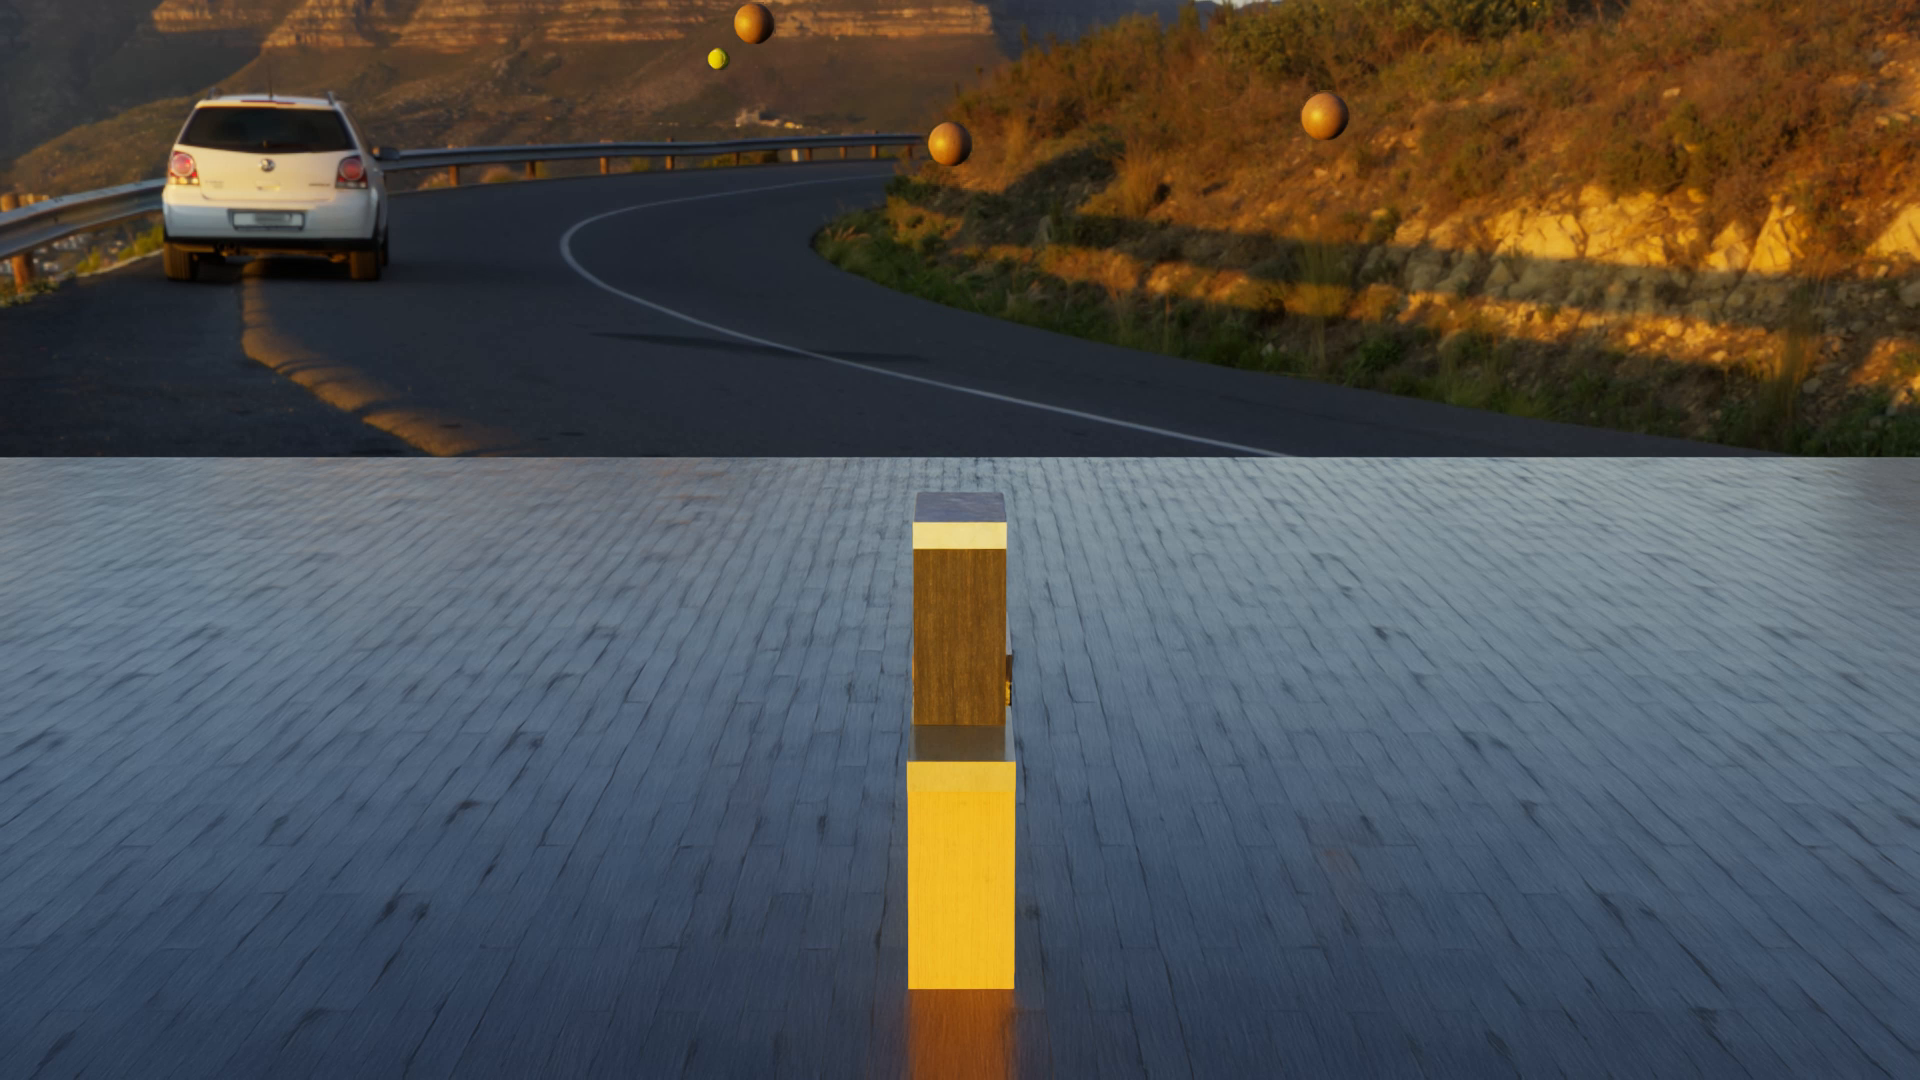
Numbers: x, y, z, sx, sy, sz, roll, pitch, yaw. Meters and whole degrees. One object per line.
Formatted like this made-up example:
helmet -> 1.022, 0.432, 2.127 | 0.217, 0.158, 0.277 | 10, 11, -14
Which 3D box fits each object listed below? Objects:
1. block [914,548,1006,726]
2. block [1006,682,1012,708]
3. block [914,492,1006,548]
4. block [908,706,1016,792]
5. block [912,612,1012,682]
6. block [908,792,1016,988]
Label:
block -> 0.000, 0.142, 3.356 | 0.140, 0.280, 0.040 | 0, 11, 0
block -> 0.004, 0.395, 3.801 | 0.168, 0.336, 0.048 | 0, 11, 0
block -> 0.000, -0.032, 3.418 | 0.140, 0.040, 0.280 | 0, 11, 0
block -> 0.002, 0.313, 3.325 | 0.157, 0.044, 0.313 | 0, 11, 0
block -> 0.004, 0.186, 3.876 | 0.168, 0.048, 0.336 | 0, 11, 0
block -> 0.002, 0.508, 3.255 | 0.157, 0.313, 0.044 | 0, 11, 0
